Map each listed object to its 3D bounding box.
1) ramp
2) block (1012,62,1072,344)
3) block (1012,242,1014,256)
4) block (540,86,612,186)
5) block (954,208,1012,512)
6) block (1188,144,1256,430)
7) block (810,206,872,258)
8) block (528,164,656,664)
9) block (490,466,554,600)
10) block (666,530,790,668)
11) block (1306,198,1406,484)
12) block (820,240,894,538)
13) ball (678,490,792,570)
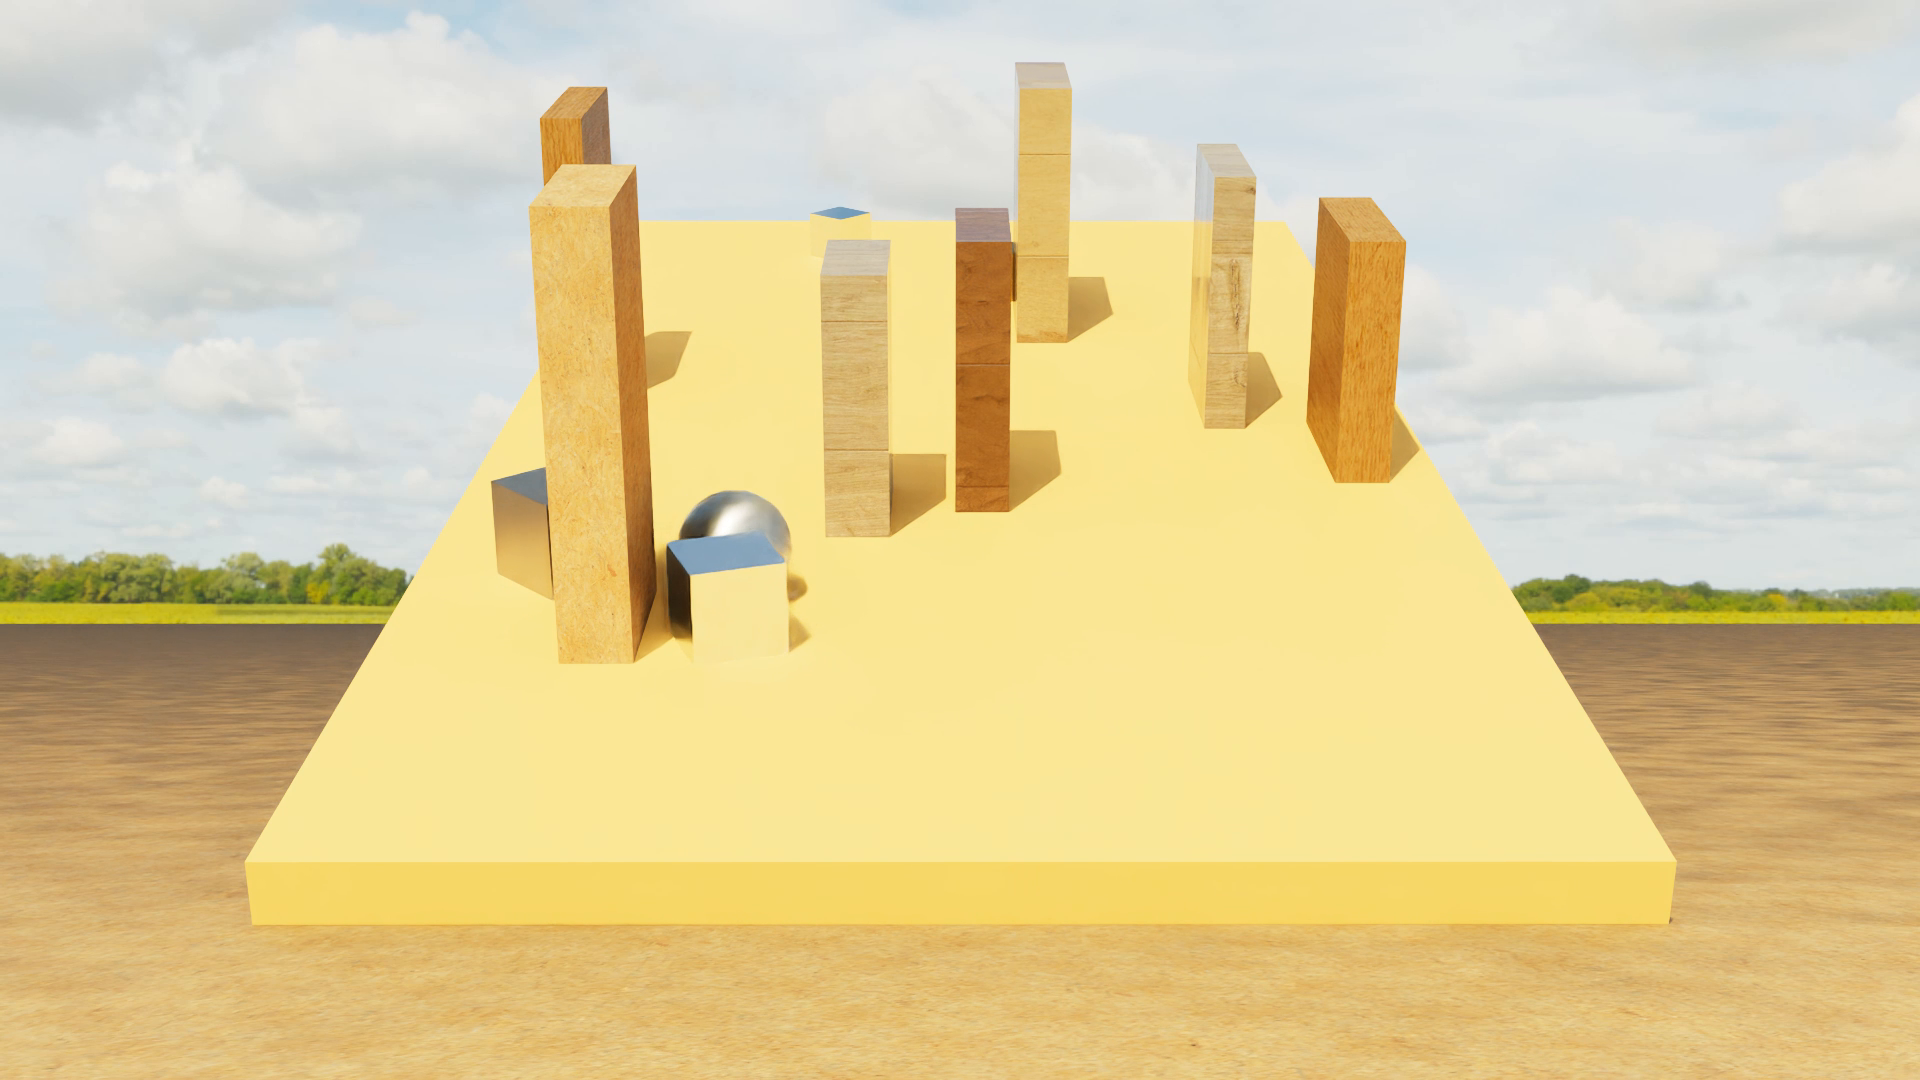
[{"bbox_3d":[-0.006,-0.213,5.069,2.000,0.100,4.000,0,21,0],"label":"ramp"},{"bbox_3d":[0.203,-0.853,5.731,0.126,0.628,0.400,0,21,0],"label":"block"},{"bbox_3d":[0.162,-0.715,6.068,0.131,0.131,0.131,0,21,0],"label":"block"},{"bbox_3d":[-0.857,-0.665,5.183,0.088,0.661,0.403,0,21,0],"label":"block"},{"bbox_3d":[0.044,-0.362,4.550,0.107,0.547,0.294,0,21,0],"label":"block"},{"bbox_3d":[0.581,-0.571,5.087,0.089,0.559,0.371,0,21,0],"label":"block"},{"bbox_3d":[-0.340,-0.871,6.490,0.122,0.122,0.122,17,27,38],"label":"block"},{"bbox_3d":[-0.609,-0.213,3.832,0.125,0.776,0.327,0,21,0],"label":"block"},{"bbox_3d":[-0.724,-0.021,4.163,0.181,0.181,0.181,-18,27,-40],"label":"block"},{"bbox_3d":[-0.396,0.098,3.873,0.165,0.165,0.165,-7,22,-19],"label":"block"},{"bbox_3d":[0.825,-0.426,4.780,0.111,0.505,0.409,0,21,0],"label":"block"},{"bbox_3d":[-0.197,-0.297,4.420,0.124,0.516,0.285,0,21,0],"label":"block"},{"bbox_3d":[-0.400,0.012,4.048,0.203,0.203,0.203,0,-2,0],"label":"ball"}]
